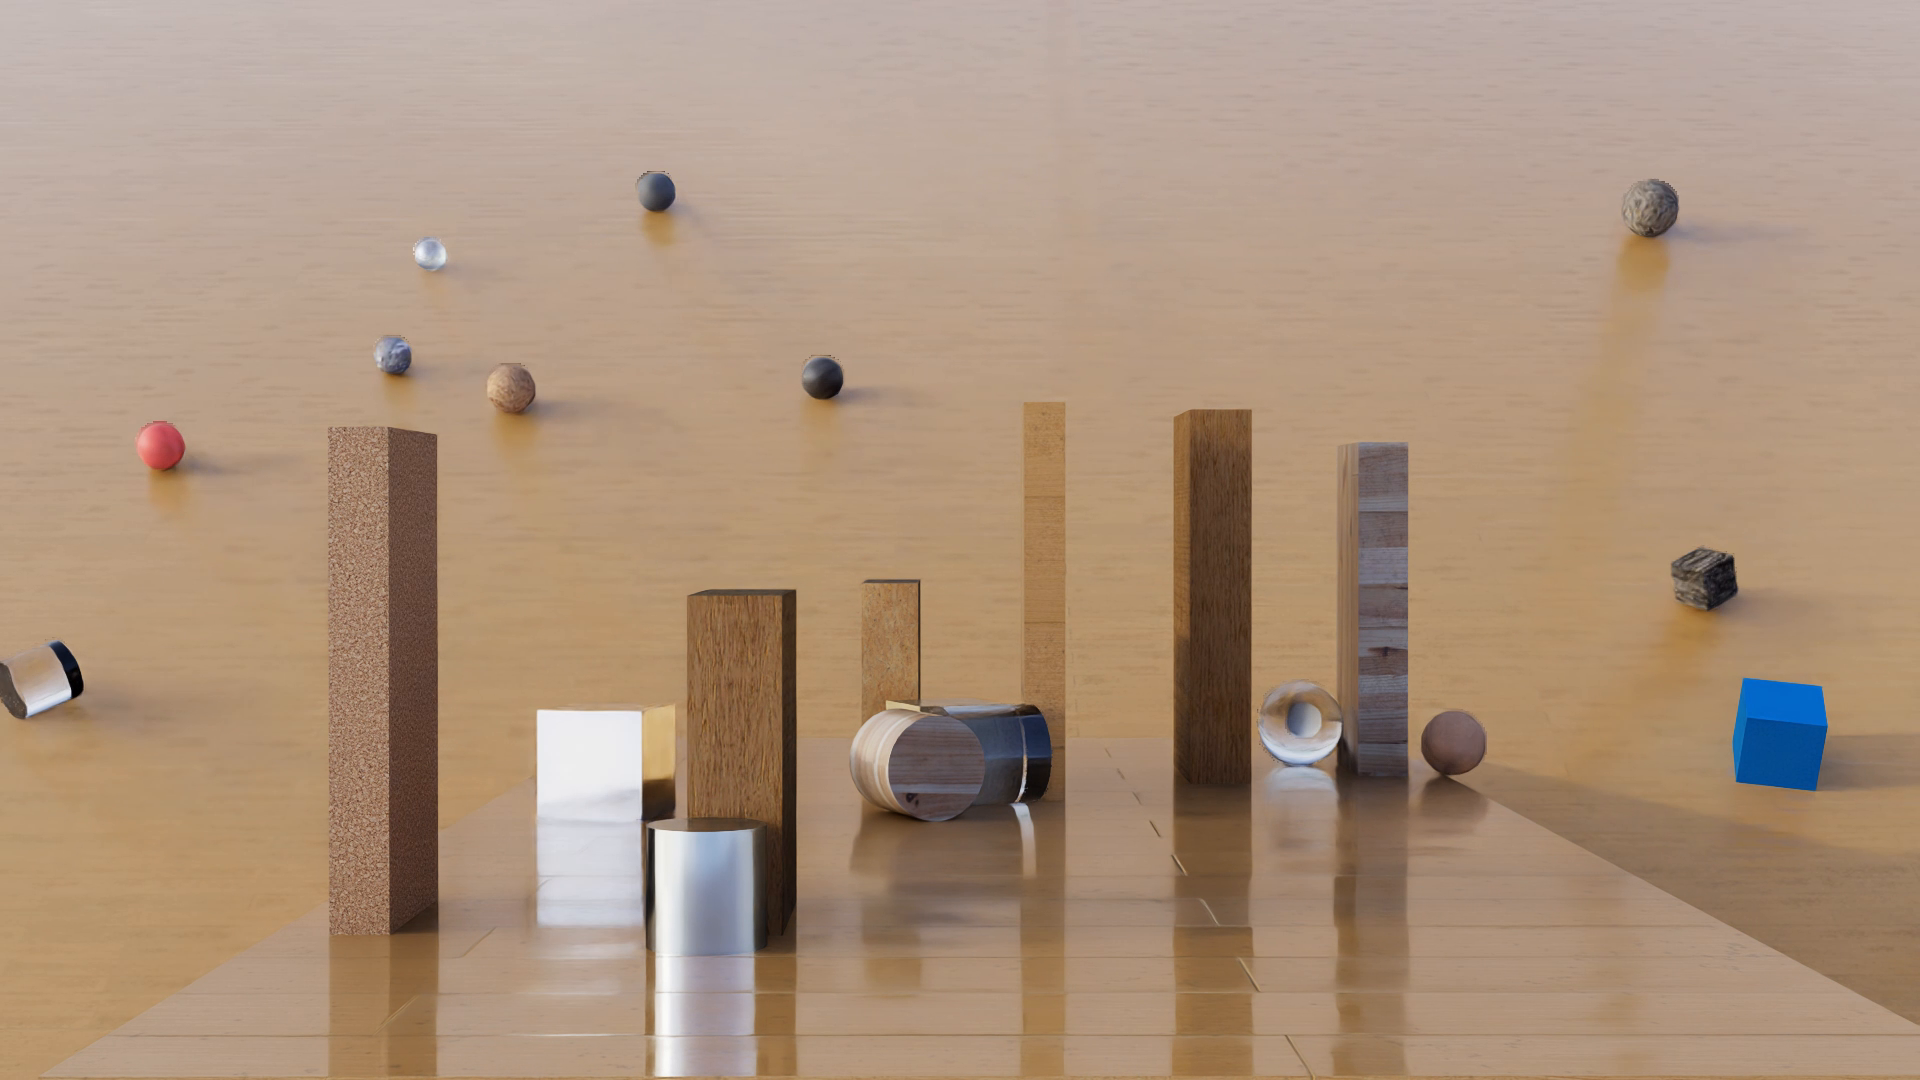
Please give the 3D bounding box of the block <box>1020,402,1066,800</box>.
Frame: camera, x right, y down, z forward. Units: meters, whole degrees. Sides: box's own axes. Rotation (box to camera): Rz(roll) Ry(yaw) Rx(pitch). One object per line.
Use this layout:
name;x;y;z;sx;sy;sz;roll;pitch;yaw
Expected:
block;0.169;0.121;5.291;0.082;0.796;0.276;0;1;0

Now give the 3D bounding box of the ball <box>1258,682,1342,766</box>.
ball;0.773;0.418;5.878;0.191;0.191;0.191;0;28;0

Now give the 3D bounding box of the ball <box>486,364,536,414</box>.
ball;-1.474;-0.496;8.485;0.159;0.159;0.159;0;28;0

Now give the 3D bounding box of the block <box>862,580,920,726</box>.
block;-0.145;0.303;5.516;0.117;0.429;0.340;0;1;0

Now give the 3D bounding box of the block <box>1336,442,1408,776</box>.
block;0.923;0.150;5.801;0.109;0.729;0.323;0;1;0

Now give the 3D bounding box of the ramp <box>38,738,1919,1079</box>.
ramp;0.064;0.575;4.619;2.000;0.100;4.000;0;1;0

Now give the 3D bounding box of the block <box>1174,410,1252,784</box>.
block;0.553;0.118;5.693;0.130;0.794;0.429;0;1;0

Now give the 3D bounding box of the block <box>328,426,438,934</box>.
block;-0.815;0.190;3.667;0.082;0.689;0.330;0;1;0

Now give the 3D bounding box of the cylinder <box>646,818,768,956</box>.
cylinder;-0.335;0.456;3.415;0.160;0.160;0.160;0;1;0

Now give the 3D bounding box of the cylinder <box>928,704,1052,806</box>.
cylinder;0.050;0.423;5.091;0.196;0.196;0.196;0;27;-23

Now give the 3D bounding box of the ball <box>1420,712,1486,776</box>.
ball;1.089;0.449;5.705;0.142;0.142;0.142;0;28;0

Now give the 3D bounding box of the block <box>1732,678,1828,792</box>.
block;2.097;0.497;6.618;0.195;0.195;0.195;6;29;11

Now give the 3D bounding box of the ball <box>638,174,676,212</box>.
ball;-1.184;-1.356;10.079;0.149;0.149;0.149;0;28;0

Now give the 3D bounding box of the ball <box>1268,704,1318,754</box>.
ball;0.797;0.452;6.182;0.117;0.117;0.117;0;28;0

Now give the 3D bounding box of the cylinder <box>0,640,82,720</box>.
cylinder;-2.454;0.371;6.881;0.164;0.164;0.164;24;37;37

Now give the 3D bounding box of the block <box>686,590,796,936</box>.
block;-0.305;0.304;3.649;0.129;0.460;0.310;0;1;0

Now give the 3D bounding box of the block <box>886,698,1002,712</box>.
block;-0.029;0.425;5.268;0.189;0.189;0.189;0;1;-22

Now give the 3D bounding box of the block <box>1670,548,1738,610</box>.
block;2.117;0.111;7.353;0.121;0.121;0.121;-25;24;-26

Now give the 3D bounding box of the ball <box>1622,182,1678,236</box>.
ball;2.627;-1.259;9.837;0.209;0.209;0.209;0;28;0

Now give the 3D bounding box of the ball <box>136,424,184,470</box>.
ball;-2.513;-0.293;8.126;0.144;0.144;0.144;0;28;0

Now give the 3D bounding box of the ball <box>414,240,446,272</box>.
ball;-1.956;-1.053;9.555;0.117;0.117;0.117;0;28;0

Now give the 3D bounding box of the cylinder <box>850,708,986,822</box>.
cylinder;-0.083;0.424;4.902;0.197;0.197;0.197;-13;6;-23

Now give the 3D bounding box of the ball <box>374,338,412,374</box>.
ball;-1.920;-0.624;8.755;0.126;0.126;0.126;0;28;0

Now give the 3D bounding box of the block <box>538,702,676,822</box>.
block;-0.671;0.421;4.925;0.205;0.205;0.205;0;1;12

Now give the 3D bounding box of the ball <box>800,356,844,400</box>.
ball;-0.457;-0.537;8.578;0.142;0.142;0.142;0;28;0
